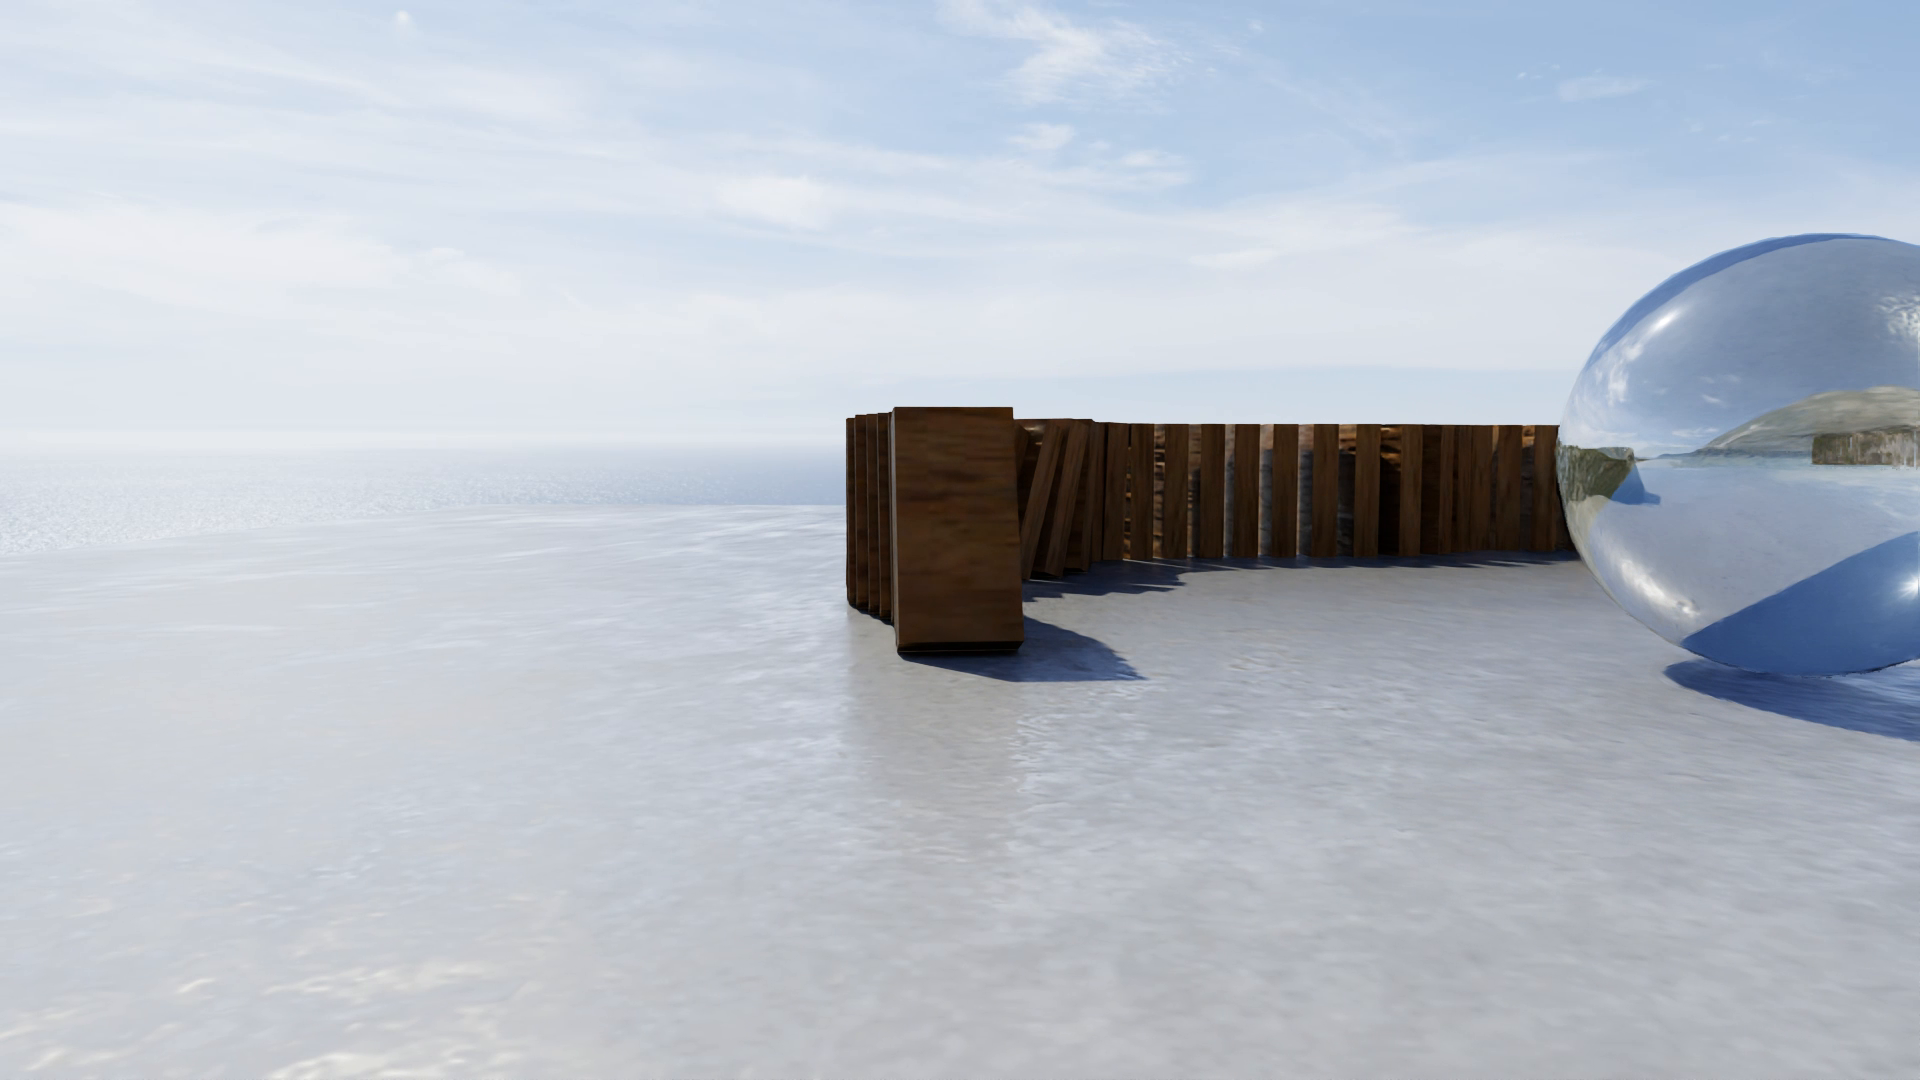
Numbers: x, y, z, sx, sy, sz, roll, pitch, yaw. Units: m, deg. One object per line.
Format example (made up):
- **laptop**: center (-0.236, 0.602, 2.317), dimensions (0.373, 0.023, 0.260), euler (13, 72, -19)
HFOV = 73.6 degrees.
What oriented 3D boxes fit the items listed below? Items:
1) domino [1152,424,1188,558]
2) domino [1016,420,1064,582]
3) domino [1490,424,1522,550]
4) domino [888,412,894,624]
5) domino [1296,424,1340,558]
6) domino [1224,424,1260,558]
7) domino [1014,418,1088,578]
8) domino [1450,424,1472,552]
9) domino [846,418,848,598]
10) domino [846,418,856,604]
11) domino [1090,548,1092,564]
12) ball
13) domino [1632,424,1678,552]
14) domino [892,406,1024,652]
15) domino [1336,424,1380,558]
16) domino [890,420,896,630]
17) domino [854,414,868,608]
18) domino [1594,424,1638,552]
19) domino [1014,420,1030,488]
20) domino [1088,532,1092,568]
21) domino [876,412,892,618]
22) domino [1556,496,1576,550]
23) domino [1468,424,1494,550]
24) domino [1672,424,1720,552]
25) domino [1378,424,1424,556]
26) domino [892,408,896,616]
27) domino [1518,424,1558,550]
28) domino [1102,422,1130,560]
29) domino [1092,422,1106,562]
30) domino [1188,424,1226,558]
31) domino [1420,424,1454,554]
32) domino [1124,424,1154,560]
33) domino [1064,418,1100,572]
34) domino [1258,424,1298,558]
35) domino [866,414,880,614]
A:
- **domino**: center (0.077, -0.019, 0.487), dimensions (0.009, 0.050, 0.025), euler (-1, 4, -15)
- **domino**: center (0.015, -0.013, 0.408), dimensions (0.025, 0.050, 0.009), euler (4, -15, 41)
- **domino**: center (0.218, -0.022, 0.523), dimensions (0.009, 0.050, 0.025), euler (0, 4, -1)
- **domino**: center (-0.004, -0.006, 0.307), dimensions (0.025, 0.050, 0.010), euler (0, -16, -6)
- **domino**: center (0.137, -0.019, 0.493), dimensions (0.009, 0.050, 0.025), euler (0, 4, -1)
- **domino**: center (0.106, -0.019, 0.492), dimensions (0.009, 0.050, 0.025), euler (0, 4, -3)
- **domino**: center (0.025, -0.014, 0.416), dimensions (0.025, 0.050, 0.010), euler (4, -10, 41)
- **domino**: center (0.190, -0.021, 0.514), dimensions (0.010, 0.050, 0.025), euler (-4, 6, -39)
- **domino**: center (-0.019, -0.009, 0.358), dimensions (0.025, 0.050, 0.009), euler (0, -19, -5)
- **domino**: center (-0.018, -0.008, 0.347), dimensions (0.025, 0.050, 0.010), euler (0, -19, -6)
- **domino**: center (0.034, -0.017, 0.454), dimensions (0.025, 0.050, 0.009), euler (1, 0, 11)
- **ball**: center (0.152, -0.015, 0.234), dimensions (0.080, 0.080, 0.080), euler (0, 4, 0)
- **domino**: center (0.278, -0.021, 0.517), dimensions (0.009, 0.050, 0.025), euler (1, 4, 8)
- **domino**: center (-0.001, -0.003, 0.266), dimensions (0.025, 0.050, 0.009), euler (0, -16, -6)
- **domino**: center (0.152, -0.019, 0.494), dimensions (0.009, 0.050, 0.025), euler (0, 4, -5)
- **domino**: center (-0.003, -0.005, 0.297), dimensions (0.025, 0.050, 0.009), euler (0, -16, -6)
- **domino**: center (-0.015, -0.008, 0.336), dimensions (0.025, 0.050, 0.009), euler (0, -16, -6)
- **domino**: center (0.263, -0.021, 0.519), dimensions (0.009, 0.050, 0.025), euler (1, 4, 8)
- **domino**: center (0.004, -0.012, 0.401), dimensions (0.025, 0.050, 0.010), euler (3, -18, 36)
- **domino**: center (0.033, -0.016, 0.442), dimensions (0.025, 0.050, 0.009), euler (1, -6, 11)
- **domino**: center (-0.008, -0.006, 0.316), dimensions (0.025, 0.050, 0.009), euler (0, -16, -6)
- **domino**: center (0.248, -0.022, 0.521), dimensions (0.009, 0.050, 0.025), euler (0, 4, 6)
- **domino**: center (0.203, -0.022, 0.521), dimensions (0.010, 0.050, 0.025), euler (-1, 4, -16)
- **domino**: center (0.293, -0.021, 0.515), dimensions (0.009, 0.050, 0.025), euler (1, 4, 8)
- **domino**: center (0.166, -0.020, 0.496), dimensions (0.009, 0.050, 0.025), euler (-1, 5, -18)
- **domino**: center (-0.002, -0.003, 0.276), dimensions (0.025, 0.050, 0.009), euler (0, -16, -6)
- **domino**: center (0.233, -0.022, 0.522), dimensions (0.009, 0.050, 0.025), euler (0, 4, 4)
- **domino**: center (0.050, -0.018, 0.477), dimensions (0.010, 0.050, 0.025), euler (0, 3, -33)
- **domino**: center (0.039, -0.018, 0.467), dimensions (0.025, 0.050, 0.010), euler (3, 2, 31)
- **domino**: center (0.092, -0.019, 0.491), dimensions (0.009, 0.050, 0.025), euler (-1, 4, -12)
- **domino**: center (0.179, -0.020, 0.504), dimensions (0.009, 0.050, 0.025), euler (-4, 6, -41)
- **domino**: center (0.063, -0.019, 0.483), dimensions (0.009, 0.050, 0.025), euler (-2, 5, -20)
- **domino**: center (0.031, -0.015, 0.428), dimensions (0.025, 0.050, 0.009), euler (2, -10, 22)
- **domino**: center (0.122, -0.019, 0.493), dimensions (0.010, 0.050, 0.025), euler (0, 4, -1)
- **domino**: center (-0.011, -0.007, 0.326), dimensions (0.025, 0.050, 0.010), euler (0, -16, -6)
